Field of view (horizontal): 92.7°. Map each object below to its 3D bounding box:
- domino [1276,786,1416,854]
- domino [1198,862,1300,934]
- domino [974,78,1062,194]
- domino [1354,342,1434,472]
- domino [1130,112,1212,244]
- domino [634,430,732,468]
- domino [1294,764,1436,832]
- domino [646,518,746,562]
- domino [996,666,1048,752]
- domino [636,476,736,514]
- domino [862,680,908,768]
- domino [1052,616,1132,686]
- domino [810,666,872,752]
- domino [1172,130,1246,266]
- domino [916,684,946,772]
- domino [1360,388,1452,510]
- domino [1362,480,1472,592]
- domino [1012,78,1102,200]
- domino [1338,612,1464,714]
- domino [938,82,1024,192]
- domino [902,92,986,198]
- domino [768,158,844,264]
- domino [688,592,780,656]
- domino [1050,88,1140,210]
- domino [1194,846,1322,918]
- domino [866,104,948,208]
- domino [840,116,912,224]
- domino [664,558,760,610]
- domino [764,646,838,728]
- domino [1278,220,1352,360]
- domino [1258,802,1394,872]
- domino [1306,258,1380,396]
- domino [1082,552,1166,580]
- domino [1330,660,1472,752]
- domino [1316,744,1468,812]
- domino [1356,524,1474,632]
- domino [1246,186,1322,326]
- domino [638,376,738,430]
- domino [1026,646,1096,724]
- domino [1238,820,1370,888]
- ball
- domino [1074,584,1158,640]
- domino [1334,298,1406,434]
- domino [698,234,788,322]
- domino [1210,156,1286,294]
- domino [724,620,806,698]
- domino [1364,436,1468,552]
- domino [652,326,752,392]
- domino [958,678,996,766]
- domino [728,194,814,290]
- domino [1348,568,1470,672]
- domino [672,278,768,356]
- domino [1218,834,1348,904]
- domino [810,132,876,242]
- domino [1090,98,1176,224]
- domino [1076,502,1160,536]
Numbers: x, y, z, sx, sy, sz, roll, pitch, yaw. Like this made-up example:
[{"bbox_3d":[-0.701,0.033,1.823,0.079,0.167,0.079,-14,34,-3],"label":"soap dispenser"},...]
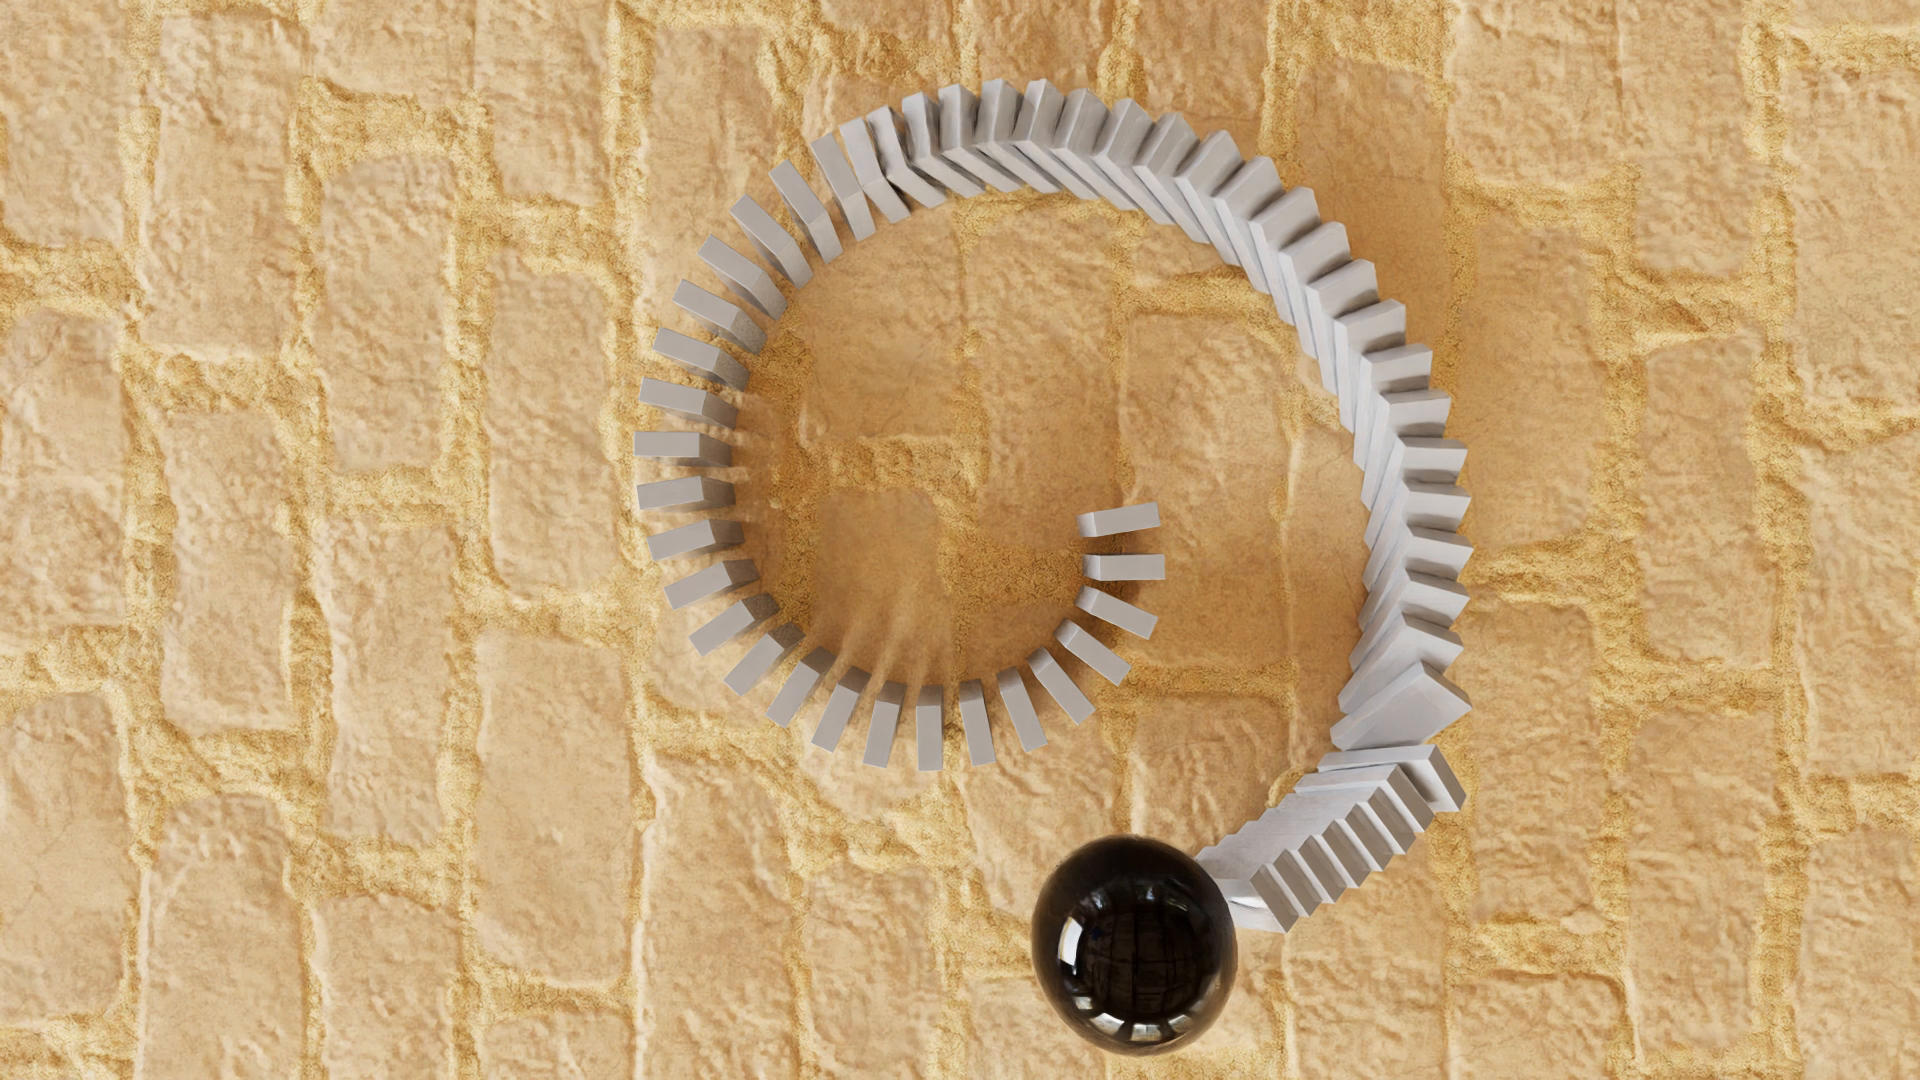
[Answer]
[{"bbox_3d":[0.157,0.116,0.376,0.010,0.050,0.025,-37,90,-30],"label":"domino"},{"bbox_3d":[0.112,0.146,0.376,0.009,0.050,0.025,-35,90,-29],"label":"domino"},{"bbox_3d":[0.026,-0.165,0.378,0.009,0.050,0.025,9,90,39],"label":"domino"},{"bbox_3d":[0.180,-0.055,0.382,0.025,0.010,0.050,-12,123,0],"label":"domino"},{"bbox_3d":[0.094,-0.149,0.381,0.050,0.009,0.025,32,90,-38],"label":"domino"},{"bbox_3d":[-0.112,-0.037,0.375,0.025,0.050,0.009,1,90,0],"label":"domino"},{"bbox_3d":[0.164,0.107,0.376,0.009,0.050,0.025,-37,90,-30],"label":"domino"},{"bbox_3d":[-0.107,0.000,0.375,0.025,0.050,0.010,-17,90,0],"label":"domino"},{"bbox_3d":[0.025,0.068,0.375,0.009,0.050,0.025,-23,90,0],"label":"domino"},{"bbox_3d":[-0.111,-0.018,0.375,0.025,0.050,0.010,-9,90,0],"label":"domino"},{"bbox_3d":[-0.030,0.074,0.375,0.009,0.050,0.025,12,90,0],"label":"domino"},{"bbox_3d":[0.053,0.045,0.375,0.025,0.050,0.010,37,90,0],"label":"domino"},{"bbox_3d":[-0.048,0.068,0.375,0.009,0.050,0.025,25,90,0],"label":"domino"},{"bbox_3d":[0.111,-0.141,0.381,0.025,0.009,0.050,-50,127,0],"label":"domino"},{"bbox_3d":[-0.012,0.076,0.375,0.009,0.050,0.025,-2,90,0],"label":"domino"},{"bbox_3d":[0.185,-0.037,0.382,0.025,0.009,0.050,-6,123,0],"label":"domino"},{"bbox_3d":[0.190,0.000,0.382,0.025,0.009,0.050,6,123,0],"label":"domino"},{"bbox_3d":[0.044,-0.164,0.379,0.010,0.050,0.025,16,90,44],"label":"domino"},{"bbox_3d":[0.183,0.056,0.383,0.025,0.010,0.050,21,123,0],"label":"domino"},{"bbox_3d":[0.010,-0.164,0.377,0.009,0.050,0.025,-1,90,33],"label":"domino"},{"bbox_3d":[-0.006,-0.161,0.376,0.010,0.050,0.025,-8,90,27],"label":"domino"},{"bbox_3d":[-0.062,-0.133,0.375,0.010,0.050,0.025,-37,90,0],"label":"domino"},{"bbox_3d":[-0.091,0.034,0.375,0.025,0.050,0.010,-35,90,0],"label":"domino"},{"bbox_3d":[0.060,-0.161,0.380,0.050,0.010,0.025,19,90,-43],"label":"domino"},{"bbox_3d":[0.121,0.139,0.376,0.009,0.050,0.025,-35,90,-29],"label":"domino"},{"bbox_3d":[-0.021,-0.155,0.375,0.010,0.050,0.025,-17,90,19],"label":"domino"},{"bbox_3d":[-0.033,-0.150,0.375,0.009,0.050,0.025,-20,90,10],"label":"domino"},{"bbox_3d":[-0.100,0.018,0.375,0.025,0.050,0.010,-24,90,0],"label":"domino"},{"bbox_3d":[-0.064,0.059,0.375,0.009,0.050,0.025,33,90,0],"label":"domino"},{"bbox_3d":[0.152,-0.103,0.382,0.025,0.010,0.050,-31,124,0],"label":"domino"},{"bbox_3d":[0.148,0.122,0.376,0.009,0.050,0.025,-37,90,-30],"label":"domino"},{"bbox_3d":[0.162,-0.088,0.382,0.025,0.009,0.050,-27,124,0],"label":"domino"},{"bbox_3d":[0.066,0.010,0.375,0.025,0.050,0.009,-2,90,0],"label":"domino"},{"bbox_3d":[0.183,0.075,0.382,0.025,0.009,0.050,35,122,-5],"label":"domino"},{"bbox_3d":[0.176,0.099,0.376,0.010,0.050,0.025,-38,98,-36],"label":"domino"},{"bbox_3d":[0.189,0.019,0.382,0.025,0.010,0.050,11,123,0],"label":"domino"},{"bbox_3d":[0.140,-0.118,0.382,0.025,0.010,0.050,-35,125,0],"label":"domino"},{"bbox_3d":[-0.110,-0.055,0.375,0.025,0.050,0.010,12,90,0],"label":"domino"},{"bbox_3d":[0.040,0.058,0.375,0.009,0.050,0.025,-40,90,0],"label":"domino"},{"bbox_3d":[0.139,0.128,0.376,0.009,0.050,0.025,-35,90,-29],"label":"domino"},{"bbox_3d":[0.068,0.158,0.360,0.080,0.080,0.080,0,90,0],"label":"ball"},{"bbox_3d":[0.063,0.029,0.375,0.025,0.050,0.009,24,90,0],"label":"domino"},{"bbox_3d":[0.172,-0.072,0.382,0.025,0.010,0.050,-20,123,0],"label":"domino"},{"bbox_3d":[-0.088,-0.106,0.375,0.025,0.050,0.009,34,90,0],"label":"domino"},{"bbox_3d":[0.126,-0.130,0.382,0.025,0.009,0.050,-43,126,0],"label":"domino"},{"bbox_3d":[-0.079,0.048,0.375,0.009,0.050,0.025,43,90,0],"label":"domino"},{"bbox_3d":[0.189,-0.018,0.382,0.025,0.010,0.050,2,123,0],"label":"domino"},{"bbox_3d":[-0.105,-0.073,0.375,0.025,0.050,0.010,20,90,0],"label":"domino"},{"bbox_3d":[0.007,0.073,0.375,0.009,0.050,0.025,-12,90,0],"label":"domino"},{"bbox_3d":[-0.076,-0.121,0.375,0.025,0.050,0.009,43,90,0],"label":"domino"},{"bbox_3d":[0.187,0.037,0.383,0.025,0.009,0.050,15,123,0],"label":"domino"},{"bbox_3d":[-0.097,-0.090,0.375,0.025,0.050,0.010,27,90,0],"label":"domino"},{"bbox_3d":[0.130,0.134,0.376,0.009,0.050,0.025,-35,90,-29],"label":"domino"},{"bbox_3d":[-0.047,-0.143,0.375,0.010,0.050,0.025,-28,90,1],"label":"domino"},{"bbox_3d":[0.077,-0.156,0.380,0.050,0.009,0.025,25,90,-40],"label":"domino"},{"bbox_3d":[0.064,-0.008,0.375,0.025,0.050,0.010,-9,90,0],"label":"domino"}]
